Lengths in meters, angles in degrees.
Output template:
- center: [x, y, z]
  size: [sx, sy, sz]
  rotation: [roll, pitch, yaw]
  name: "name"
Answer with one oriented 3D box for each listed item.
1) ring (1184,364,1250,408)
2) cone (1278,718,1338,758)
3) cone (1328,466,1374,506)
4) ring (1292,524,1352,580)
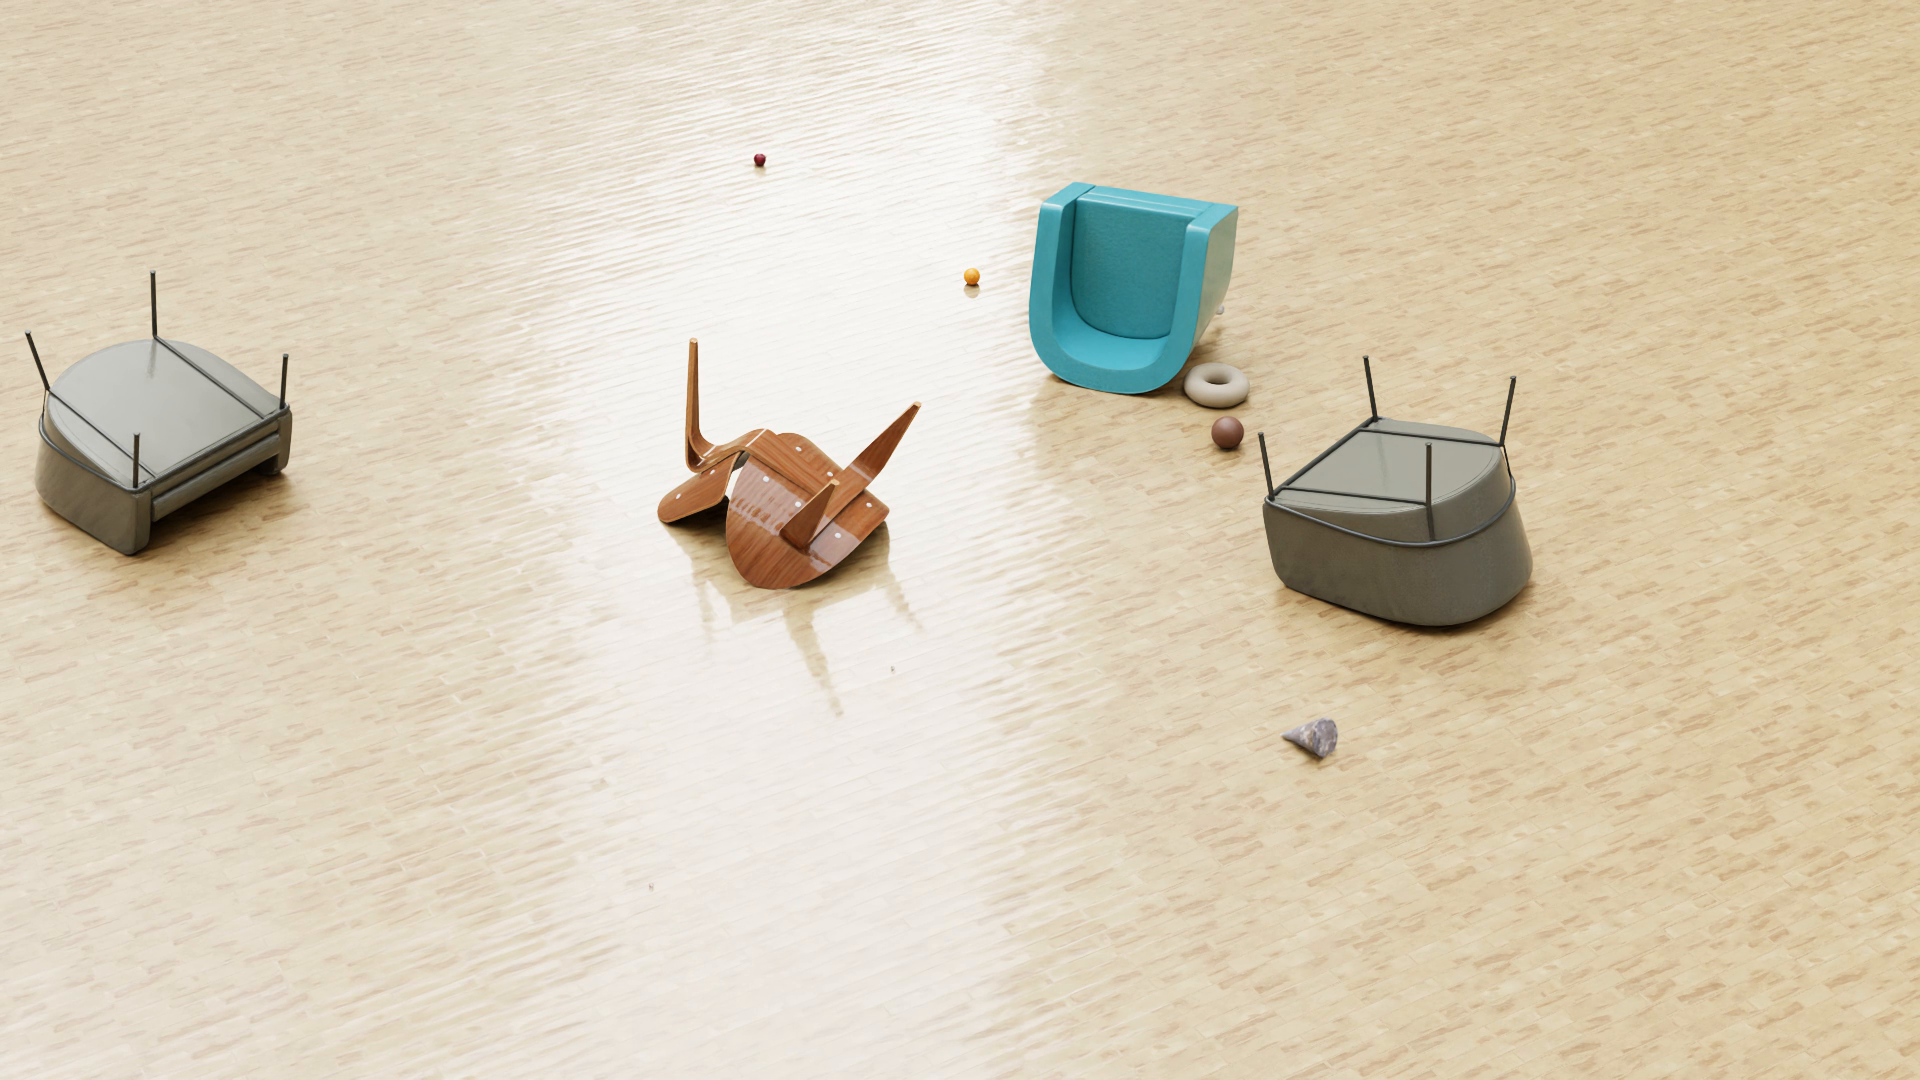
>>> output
- center: [1.033, -0.624, 11.810]
  size: [0.272, 0.092, 0.264]
  rotation: [29, 42, 35]
  name: "ring"
- center: [1.152, 0.661, 9.883]
  size: [0.185, 0.133, 0.157]
  rotation: [0, 5, 39]
  name: "cone"
- center: [1.513, -0.169, 11.132]
  size: [0.154, 0.168, 0.197]
  rotation: [32, 8, -6]
  name: "cone"
- center: [1.337, 0.041, 10.828]
  size: [0.218, 0.060, 0.352]
  rotation: [-1, 33, -4]
  name: "ring"
